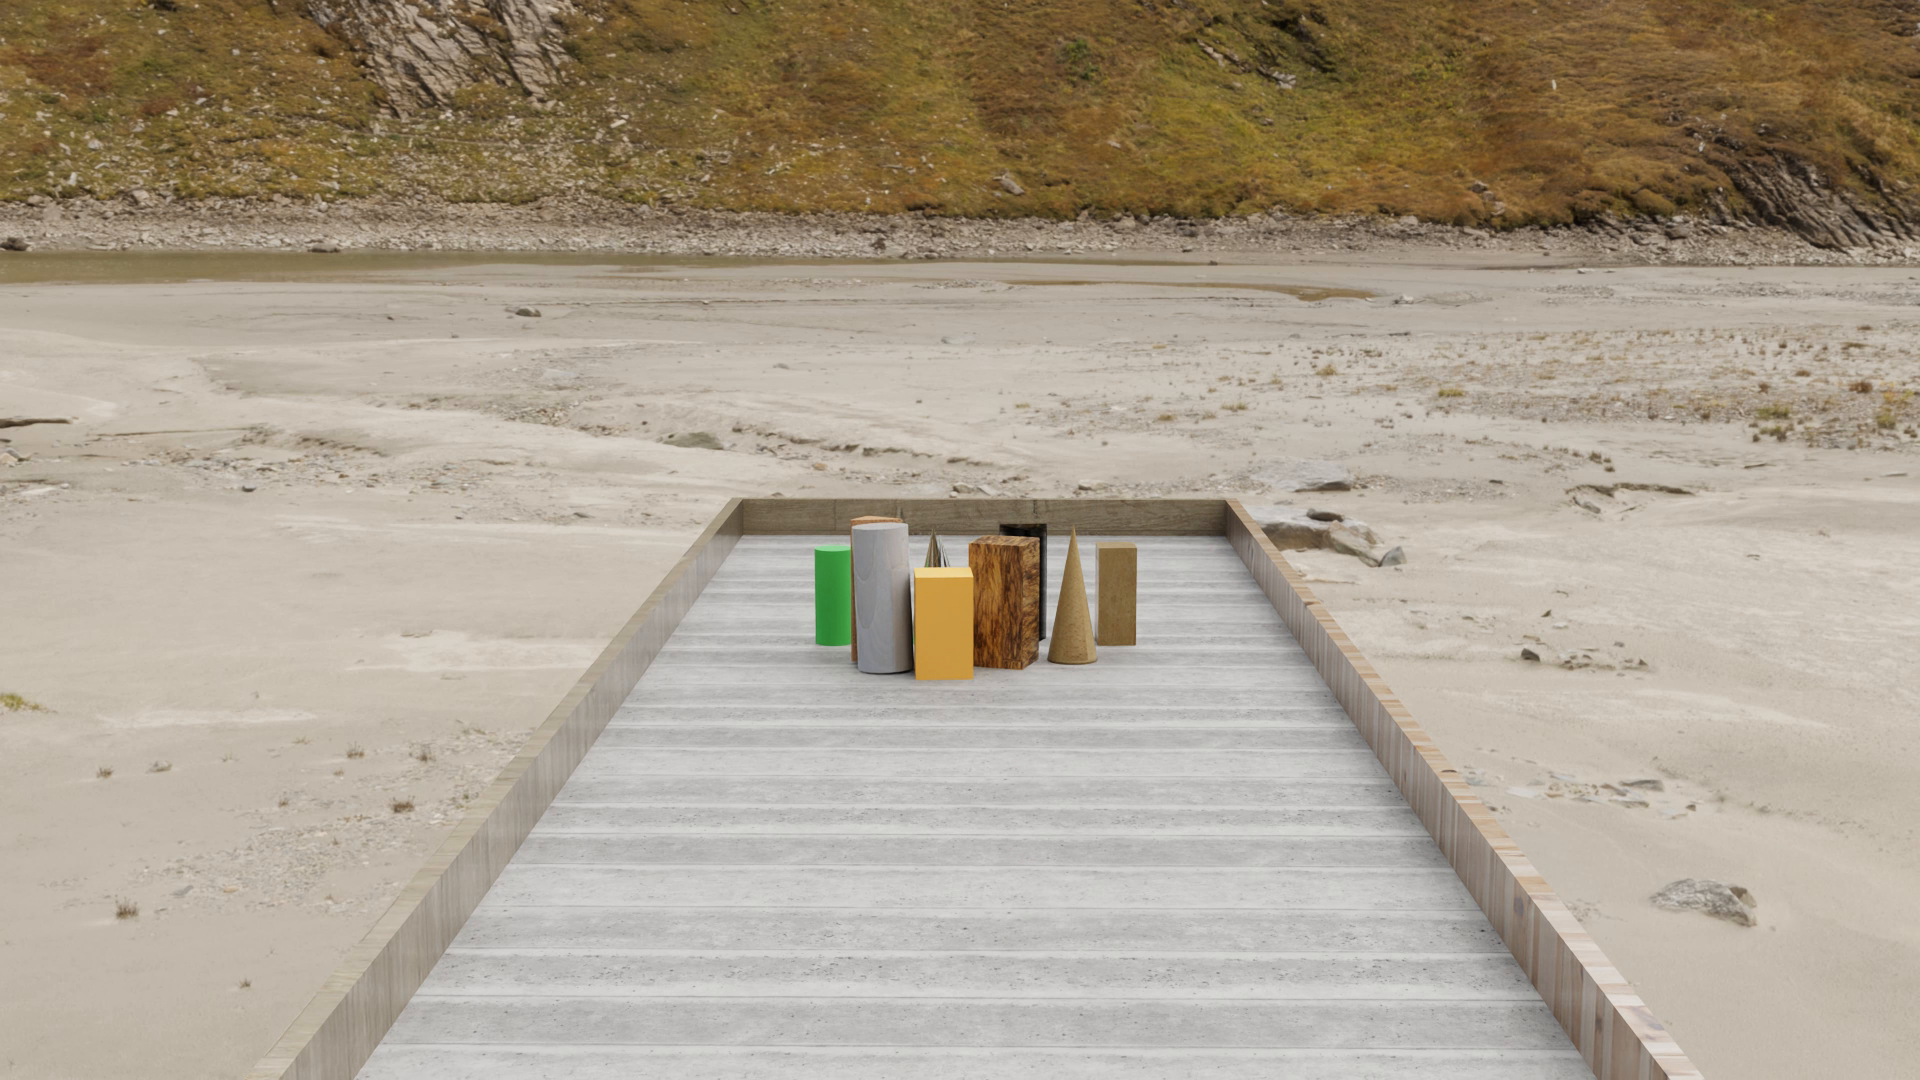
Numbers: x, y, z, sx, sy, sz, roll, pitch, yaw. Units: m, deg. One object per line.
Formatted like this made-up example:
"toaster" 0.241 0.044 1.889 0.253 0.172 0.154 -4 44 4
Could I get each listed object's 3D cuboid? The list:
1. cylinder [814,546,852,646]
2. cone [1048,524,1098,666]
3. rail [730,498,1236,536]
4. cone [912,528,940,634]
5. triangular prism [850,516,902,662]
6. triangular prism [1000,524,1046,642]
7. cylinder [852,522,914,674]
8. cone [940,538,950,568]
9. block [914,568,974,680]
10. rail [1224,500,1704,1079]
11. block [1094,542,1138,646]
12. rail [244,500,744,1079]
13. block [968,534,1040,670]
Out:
"cylinder" -0.397 0.175 6.943 0.121 0.302 0.121 0 9 0
"cone" 0.343 0.156 6.672 0.154 0.424 0.154 0 9 0
"rail" 0.099 -0.098 9.147 2.100 0.150 0.050 0 9 1
"cone" -0.084 0.136 6.966 0.166 0.370 0.166 0 9 0
"triangular prism" -0.266 0.145 6.701 0.154 0.428 0.133 -1 6 -13
"triangular prism" 0.222 0.136 6.970 0.129 0.369 0.149 -7 11 -36
"cylinder" -0.229 0.170 6.547 0.168 0.427 0.168 -2 7 0
"cone" -0.035 0.168 6.671 0.124 0.386 0.124 -8 13 2
"block" -0.049 0.245 6.492 0.168 0.304 0.168 0 9 -3
"rail" 1.046 0.843 3.208 0.050 0.150 12.000 0 9 1
"block" 0.492 0.169 6.949 0.119 0.311 0.119 0 9 -2
"rail" -1.004 0.839 3.234 0.050 0.150 12.000 0 9 1
"block" 0.133 0.186 6.639 0.170 0.375 0.170 3 10 18
